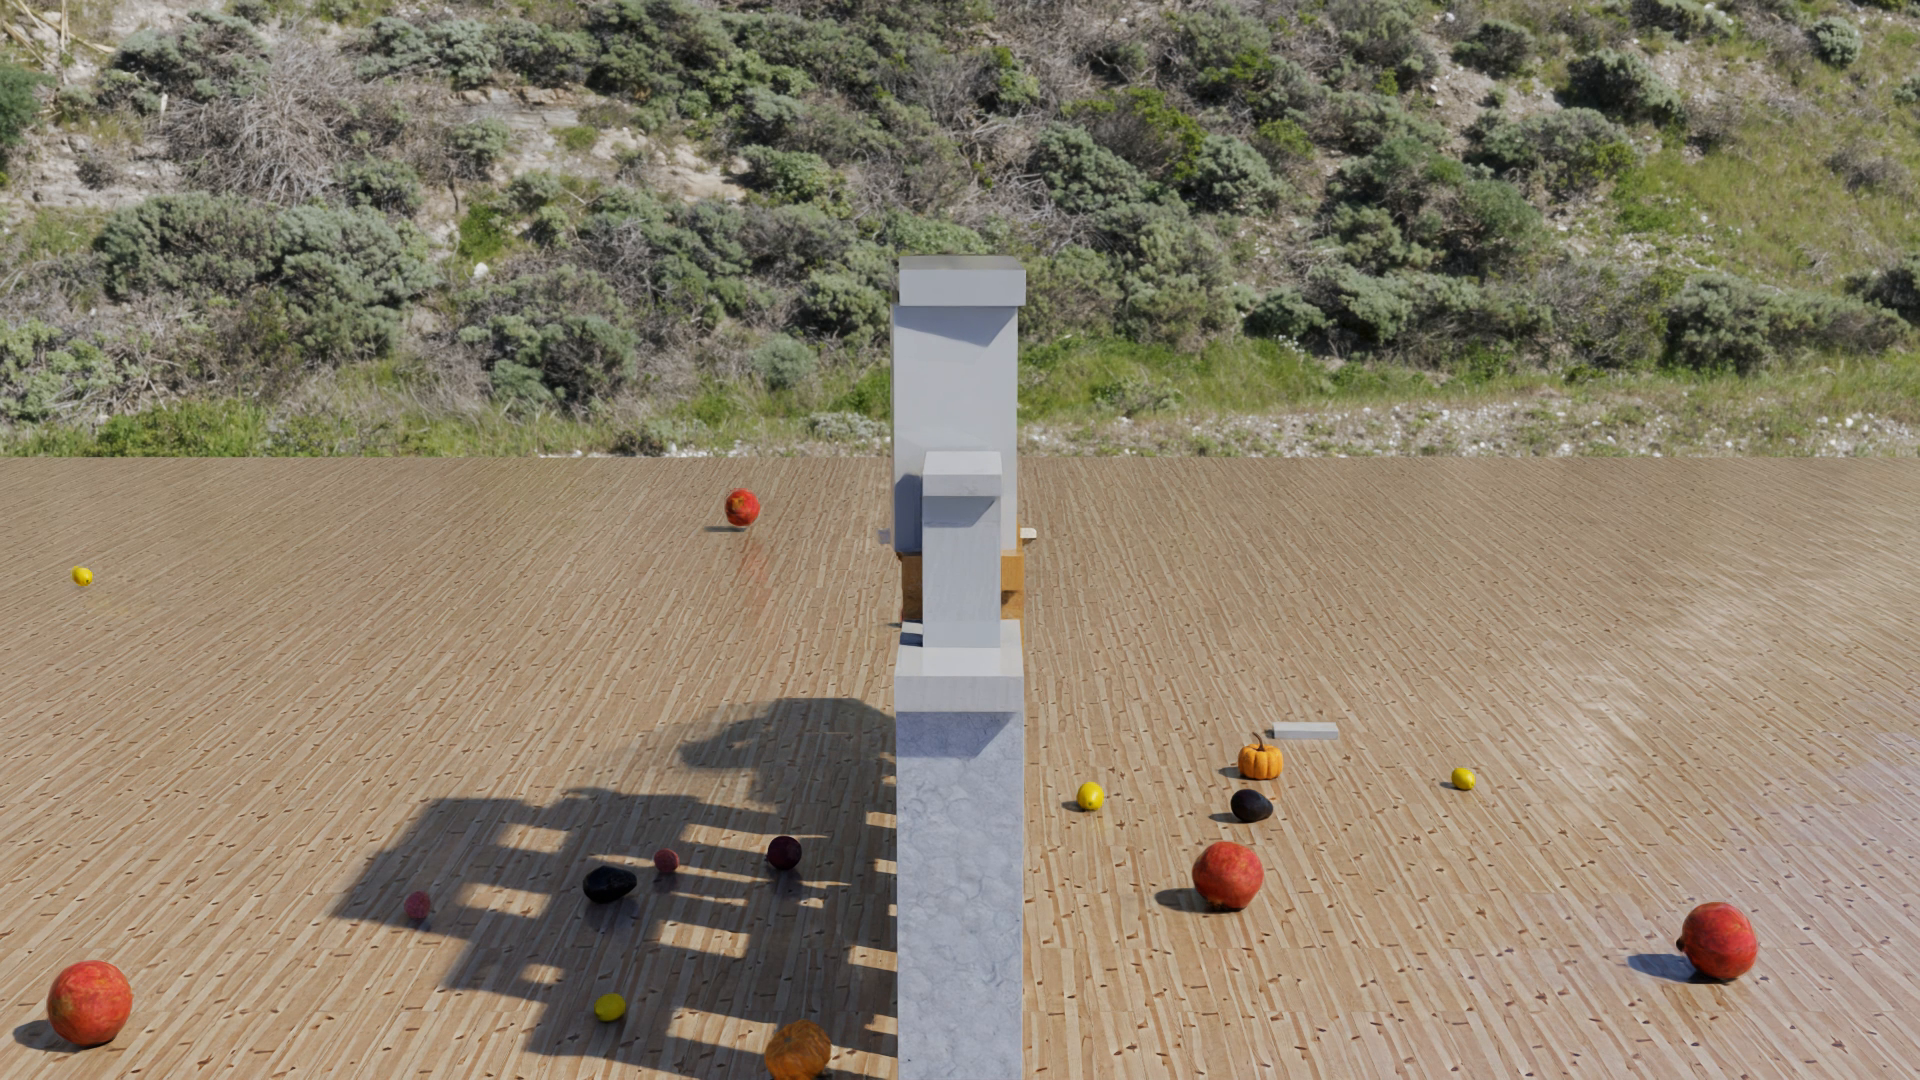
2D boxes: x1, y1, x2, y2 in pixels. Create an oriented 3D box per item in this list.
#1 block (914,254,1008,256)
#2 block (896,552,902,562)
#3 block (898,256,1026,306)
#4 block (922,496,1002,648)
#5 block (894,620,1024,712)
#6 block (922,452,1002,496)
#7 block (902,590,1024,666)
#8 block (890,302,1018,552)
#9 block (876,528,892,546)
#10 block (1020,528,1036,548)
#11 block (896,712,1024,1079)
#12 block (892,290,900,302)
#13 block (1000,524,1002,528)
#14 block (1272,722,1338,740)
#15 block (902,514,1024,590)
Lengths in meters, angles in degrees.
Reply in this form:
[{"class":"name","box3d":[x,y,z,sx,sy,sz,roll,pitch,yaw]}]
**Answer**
[{"class":"block","box3d":[0.000,-0.415,3.422,0.153,0.043,0.305,0,10,0]},{"class":"block","box3d":[-0.072,0.008,4.411,0.095,0.027,0.190,-27,-1,5]},{"class":"block","box3d":[-0.001,-0.367,3.101,0.169,0.048,0.338,0,11,-2]},{"class":"block","box3d":[0.002,0.037,2.832,0.100,0.201,0.028,0,11,1]},{"class":"block","box3d":[0.000,0.159,2.847,0.159,0.045,0.318,0,11,1]},{"class":"block","box3d":[0.004,-0.088,2.877,0.100,0.028,0.201,0,11,0]},{"class":"block","box3d":[0.005,0.256,3.085,0.167,0.403,0.047,0,11,0]},{"class":"block","box3d":[-0.009,-0.155,3.015,0.169,0.337,0.048,-1,11,-8]},{"class":"block","box3d":[-0.074,-0.022,4.208,0.102,0.029,0.203,-15,2,-24]},{"class":"block","box3d":[0.059,0.026,4.148,0.067,0.019,0.228,3,-22,-28]},{"class":"block","box3d":[0.000,0.472,2.796,0.159,0.551,0.045,0,11,0]},{"class":"block","box3d":[-0.013,-0.202,3.265,0.169,0.338,0.048,-2,11,-12]},{"class":"block","box3d":[0.005,0.013,2.963,0.100,0.201,0.028,0,11,1]},{"class":"block","box3d":[0.727,0.402,4.631,0.133,0.019,0.067,1,11,3]},{"class":"block","box3d":[0.004,0.015,3.154,0.167,0.047,0.333,0,11,0]}]
